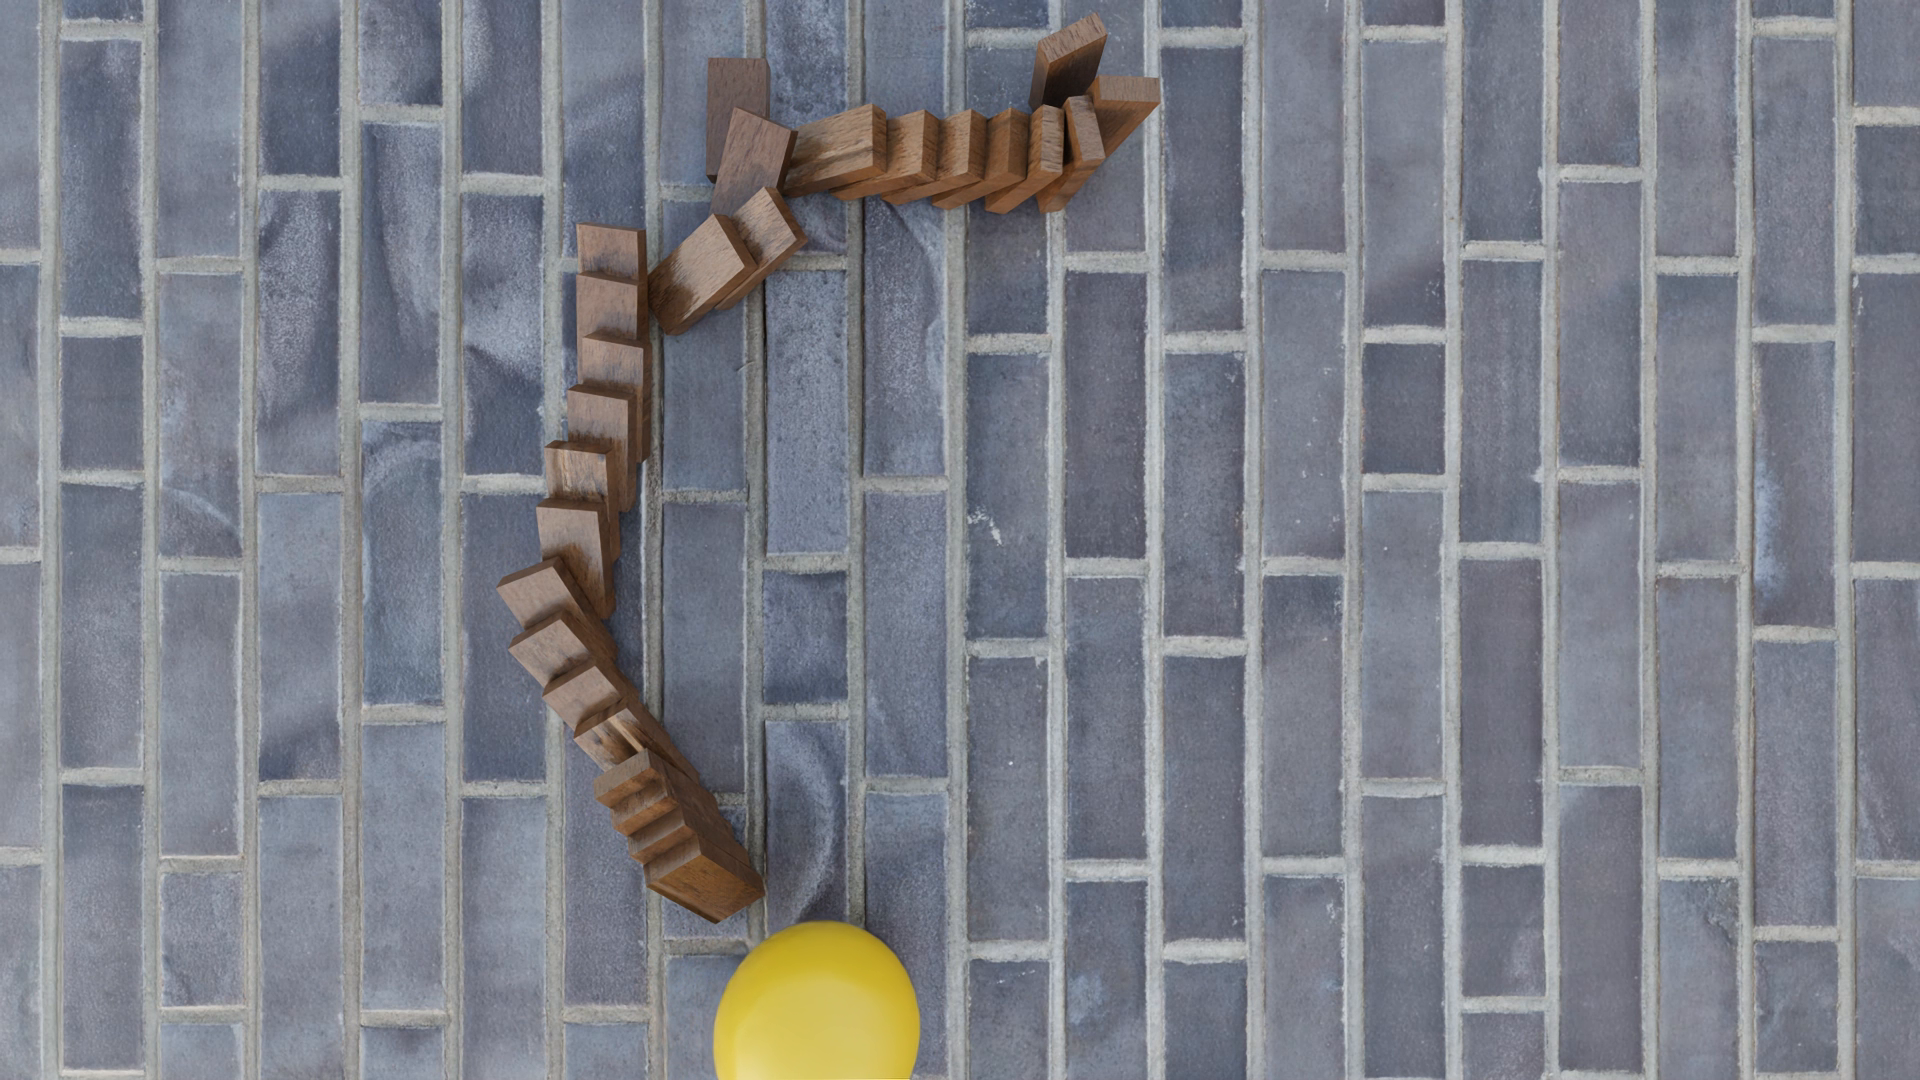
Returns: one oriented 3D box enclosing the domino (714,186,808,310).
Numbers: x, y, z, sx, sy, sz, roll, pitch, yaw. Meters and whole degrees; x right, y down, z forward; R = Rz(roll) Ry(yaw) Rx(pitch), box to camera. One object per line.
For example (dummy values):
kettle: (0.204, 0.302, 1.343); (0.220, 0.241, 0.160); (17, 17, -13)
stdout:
domino: (-0.090, -0.121, 0.384); (0.050, 0.009, 0.025); (-31, 92, 26)

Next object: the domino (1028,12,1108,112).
domino: (0.043, -0.192, 0.375); (0.025, 0.050, 0.009); (-27, 90, 0)

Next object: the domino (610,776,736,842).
domino: (-0.118, 0.118, 0.379); (0.025, 0.050, 0.010); (-31, 46, 0)

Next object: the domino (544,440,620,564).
domino: (-0.158, -0.016, 0.385); (0.025, 0.010, 0.050); (7, 115, 0)

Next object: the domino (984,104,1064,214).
domino: (0.026, -0.154, 0.375); (0.009, 0.050, 0.025); (2, 90, -24)

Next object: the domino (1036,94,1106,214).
domino: (0.043, -0.156, 0.375); (0.009, 0.050, 0.025); (-13, 90, -15)

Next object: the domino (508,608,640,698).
domino: (-0.161, 0.055, 0.384); (0.025, 0.010, 0.050); (-30, 117, 2)

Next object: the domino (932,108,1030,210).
domino: (0.007, -0.156, 0.377); (0.010, 0.050, 0.025); (3, 90, -38)

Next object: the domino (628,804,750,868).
domino: (-0.111, 0.129, 0.379); (0.025, 0.050, 0.010); (-30, 46, 0)

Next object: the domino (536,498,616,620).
domino: (-0.161, 0.008, 0.385); (0.025, 0.009, 0.050); (5, 114, 0)

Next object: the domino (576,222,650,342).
domino: (-0.145, -0.106, 0.385); (0.025, 0.010, 0.050); (8, 116, 1)

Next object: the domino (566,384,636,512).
domino: (-0.150, -0.038, 0.385); (0.025, 0.009, 0.050); (10, 115, 0)

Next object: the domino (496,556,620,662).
domino: (-0.168, 0.034, 0.384); (0.025, 0.010, 0.050); (-21, 117, 2)

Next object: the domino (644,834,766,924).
domino: (-0.105, 0.141, 0.379); (0.025, 0.050, 0.009); (-30, 46, 0)

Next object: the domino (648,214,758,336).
domino: (-0.111, -0.111, 0.385); (0.050, 0.010, 0.025); (-31, 90, 26)

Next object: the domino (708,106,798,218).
domino: (-0.088, -0.151, 0.385); (0.025, 0.010, 0.050); (23, 116, 0)

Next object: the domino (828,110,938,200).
domino: (-0.032, -0.159, 0.382); (0.050, 0.010, 0.025); (3, 90, 35)

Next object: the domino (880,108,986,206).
domino: (-0.012, -0.158, 0.380); (0.050, 0.009, 0.025); (3, 90, 42)

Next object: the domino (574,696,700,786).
domino: (-0.135, 0.091, 0.384); (0.025, 0.009, 0.050); (-31, 117, 0)

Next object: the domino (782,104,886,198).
domino: (-0.054, -0.162, 0.383); (0.050, 0.010, 0.025); (0, 90, 32)

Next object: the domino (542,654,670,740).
domino: (-0.147, 0.074, 0.385); (0.025, 0.010, 0.050); (-31, 117, 0)

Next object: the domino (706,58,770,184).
domino: (-0.095, -0.180, 0.395); (0.025, 0.009, 0.050); (1, 90, 0)

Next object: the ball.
ball: (-0.056, 0.192, 0.360); (0.080, 0.080, 0.080); (0, 90, 0)

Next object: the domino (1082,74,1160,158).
domino: (0.058, -0.171, 0.373); (0.025, 0.050, 0.009); (-5, 90, -15)

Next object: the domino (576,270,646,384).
domino: (-0.146, -0.085, 0.384); (0.025, 0.010, 0.050); (11, 116, -1)

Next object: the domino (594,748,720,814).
domino: (-0.125, 0.107, 0.379); (0.025, 0.050, 0.009); (-31, 46, 0)

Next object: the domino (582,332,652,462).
domino: (-0.144, -0.059, 0.385); (0.025, 0.010, 0.050); (10, 115, 0)
